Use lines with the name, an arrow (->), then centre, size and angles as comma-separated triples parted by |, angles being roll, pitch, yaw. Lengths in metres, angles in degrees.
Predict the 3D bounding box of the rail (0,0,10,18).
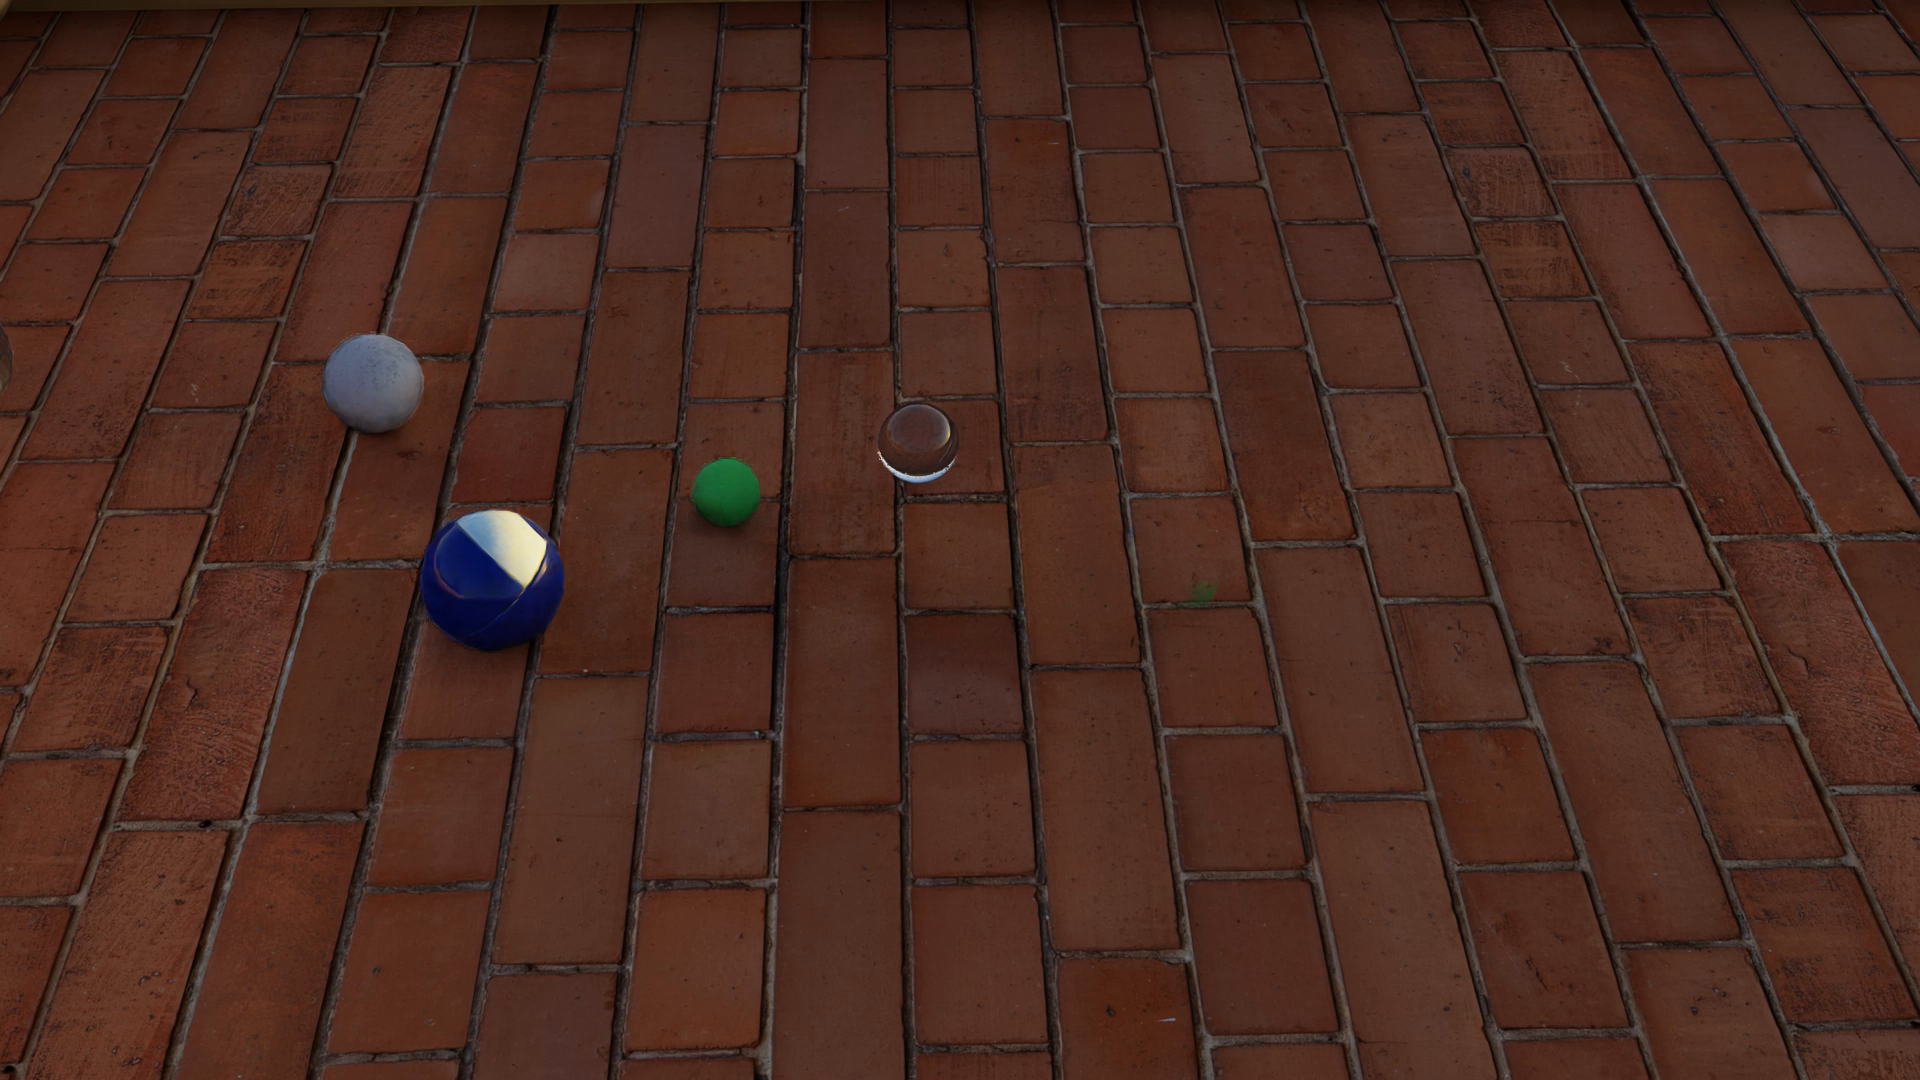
rail -> -0.835, -0.011, 1.614 | 0.045, 0.128, 1.811 | -1, 36, -1

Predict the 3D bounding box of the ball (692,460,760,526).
ball -> -0.156, -0.031, 1.713 | 0.045, 0.045, 0.045 | 0, 36, 0

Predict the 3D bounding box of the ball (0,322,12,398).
ball -> -0.717, -0.127, 1.799 | 0.098, 0.098, 0.098 | 0, 36, 0

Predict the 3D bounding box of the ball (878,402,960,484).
ball -> -0.028, -0.066, 1.753 | 0.055, 0.055, 0.055 | 0, 36, 0

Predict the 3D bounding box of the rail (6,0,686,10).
rail -> 0.831, -0.562, 2.368 | 3.436, 0.128, 0.045 | -1, 36, -1

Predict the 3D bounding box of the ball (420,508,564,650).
ball -> -0.291, 0.025, 1.600 | 0.089, 0.089, 0.089 | 0, 36, 0

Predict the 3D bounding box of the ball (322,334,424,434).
ball -> -0.412, -0.110, 1.800 | 0.070, 0.070, 0.070 | 0, 36, 0
